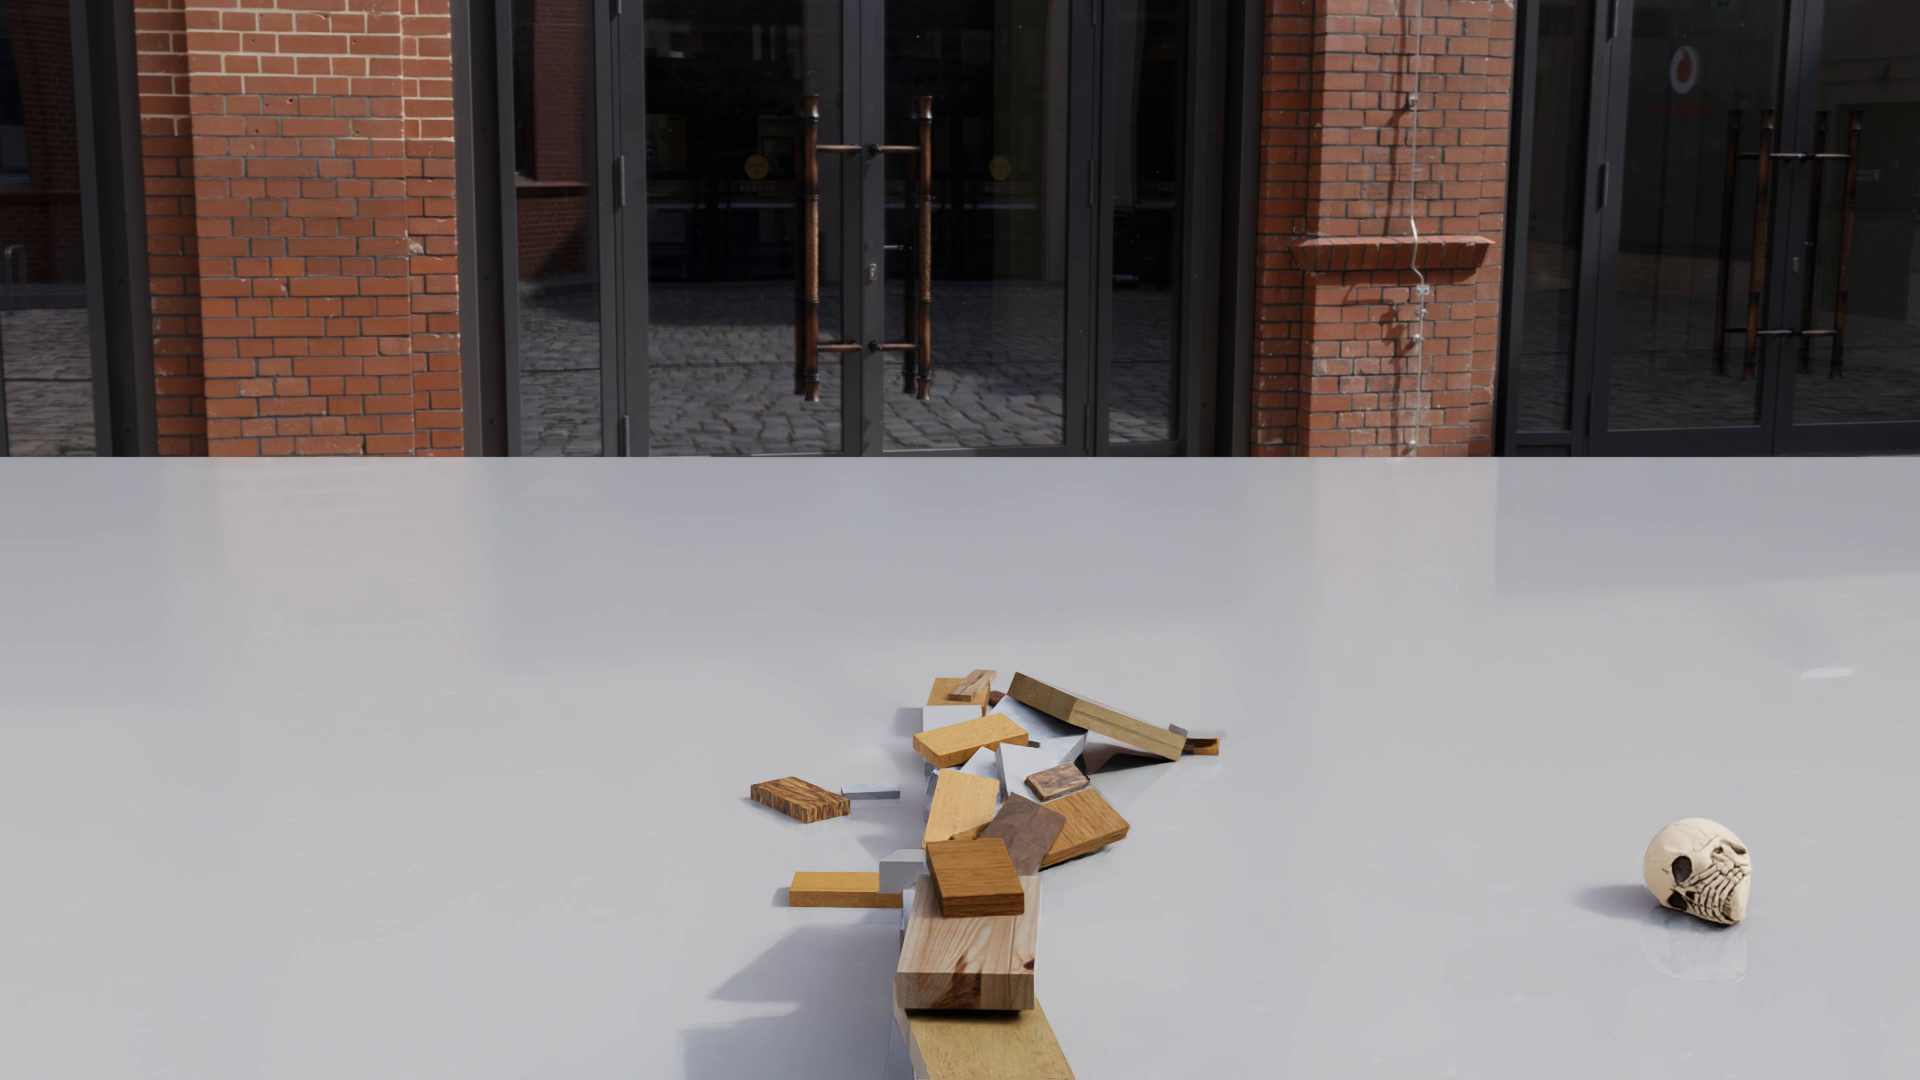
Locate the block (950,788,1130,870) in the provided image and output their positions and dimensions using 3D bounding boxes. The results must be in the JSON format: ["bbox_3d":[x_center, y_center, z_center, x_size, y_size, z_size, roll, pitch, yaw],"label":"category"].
[{"bbox_3d":[0.138,0.515,3.815,0.334,0.030,0.107,-13,43,-39],"label":"block"}]

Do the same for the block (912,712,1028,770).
[{"bbox_3d":[0.020,0.375,4.112,0.194,0.027,0.097,-12,25,-28],"label":"block"}]

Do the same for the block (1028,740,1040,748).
[{"bbox_3d":[0.120,0.408,4.115,0.054,0.015,0.108,12,26,-2],"label":"block"}]

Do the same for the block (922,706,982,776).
[{"bbox_3d":[-0.013,0.404,4.447,0.121,0.034,0.241,0,22,-2],"label":"block"}]

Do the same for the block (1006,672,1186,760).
[{"bbox_3d":[0.275,0.352,4.383,0.352,0.050,0.176,23,-1,-44],"label":"block"}]

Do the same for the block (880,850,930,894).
[{"bbox_3d":[-0.027,0.500,3.332,0.162,0.046,0.323,0,-5,3],"label":"block"}]

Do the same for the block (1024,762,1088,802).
[{"bbox_3d":[0.174,0.436,3.957,0.108,0.015,0.054,-13,48,-38],"label":"block"}]

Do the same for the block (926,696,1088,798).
[{"bbox_3d":[0.094,0.418,4.157,0.176,0.050,0.352,22,28,17],"label":"block"}]

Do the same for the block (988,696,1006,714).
[{"bbox_3d":[0.129,0.401,4.386,0.176,0.050,0.352,19,17,12],"label":"block"}]

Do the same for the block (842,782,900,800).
[{"bbox_3d":[-0.172,0.482,4.210,0.108,0.015,0.054,-1,11,-7],"label":"block"}]

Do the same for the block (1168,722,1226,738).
[{"bbox_3d":[0.484,0.389,4.485,0.109,0.015,0.054,5,10,-38],"label":"block"}]

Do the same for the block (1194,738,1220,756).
[{"bbox_3d":[0.509,0.423,4.531,0.050,0.014,0.100,2,11,8],"label":"block"}]

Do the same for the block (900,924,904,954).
[{"bbox_3d":[-0.001,0.586,3.254,0.162,0.046,0.323,0,-5,1],"label":"block"}]

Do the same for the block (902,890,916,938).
[{"bbox_3d":[-0.007,0.578,3.003,0.136,0.039,0.272,0,30,-3],"label":"block"}]

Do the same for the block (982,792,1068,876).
[{"bbox_3d":[0.095,0.516,3.734,0.107,0.030,0.213,24,32,11],"label":"block"}]

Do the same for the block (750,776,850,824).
[{"bbox_3d":[-0.302,0.488,4.141,0.097,0.027,0.193,-8,13,-37],"label":"block"}]

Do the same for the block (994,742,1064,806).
[{"bbox_3d":[0.130,0.459,3.944,0.109,0.031,0.218,10,38,-15],"label":"block"}]

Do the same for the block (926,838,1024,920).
[{"bbox_3d":[0.018,0.453,2.955,0.107,0.030,0.213,-2,12,-6],"label":"block"}]

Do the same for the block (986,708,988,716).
[{"bbox_3d":[-0.003,0.395,4.623,0.121,0.034,0.241,0,11,1],"label":"block"}]

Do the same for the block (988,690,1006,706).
[{"bbox_3d":[0.085,0.355,4.893,0.050,0.014,0.100,-6,12,-29],"label":"block"}]

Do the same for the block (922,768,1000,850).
[{"bbox_3d":[0.001,0.490,3.854,0.109,0.031,0.218,11,33,2],"label":"block"}]

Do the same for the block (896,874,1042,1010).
[{"bbox_3d":[0.017,0.516,2.845,0.167,0.047,0.334,0,12,4],"label":"block"}]

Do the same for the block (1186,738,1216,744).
[{"bbox_3d":[0.471,0.407,4.534,0.109,0.015,0.054,-2,10,-3],"label":"block"}]

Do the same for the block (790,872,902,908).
[{"bbox_3d":[-0.181,0.580,3.648,0.194,0.027,0.097,0,11,2],"label":"block"}]

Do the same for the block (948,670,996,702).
[{"bbox_3d":[0.028,0.313,4.747,0.050,0.014,0.226,3,11,15],"label":"block"}]

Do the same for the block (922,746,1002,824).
[{"bbox_3d":[0.035,0.460,3.964,0.109,0.031,0.218,23,35,19],"label":"block"}]

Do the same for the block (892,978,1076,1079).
[{"bbox_3d":[0.039,0.636,2.633,0.167,0.047,0.392,-4,20,-12],"label":"block"}]

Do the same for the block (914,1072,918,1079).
[{"bbox_3d":[0.012,0.672,2.656,0.129,0.036,0.257,0,20,-3],"label":"block"}]

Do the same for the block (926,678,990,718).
[{"bbox_3d":[-0.002,0.343,4.721,0.121,0.034,0.241,1,11,4],"label":"block"}]
